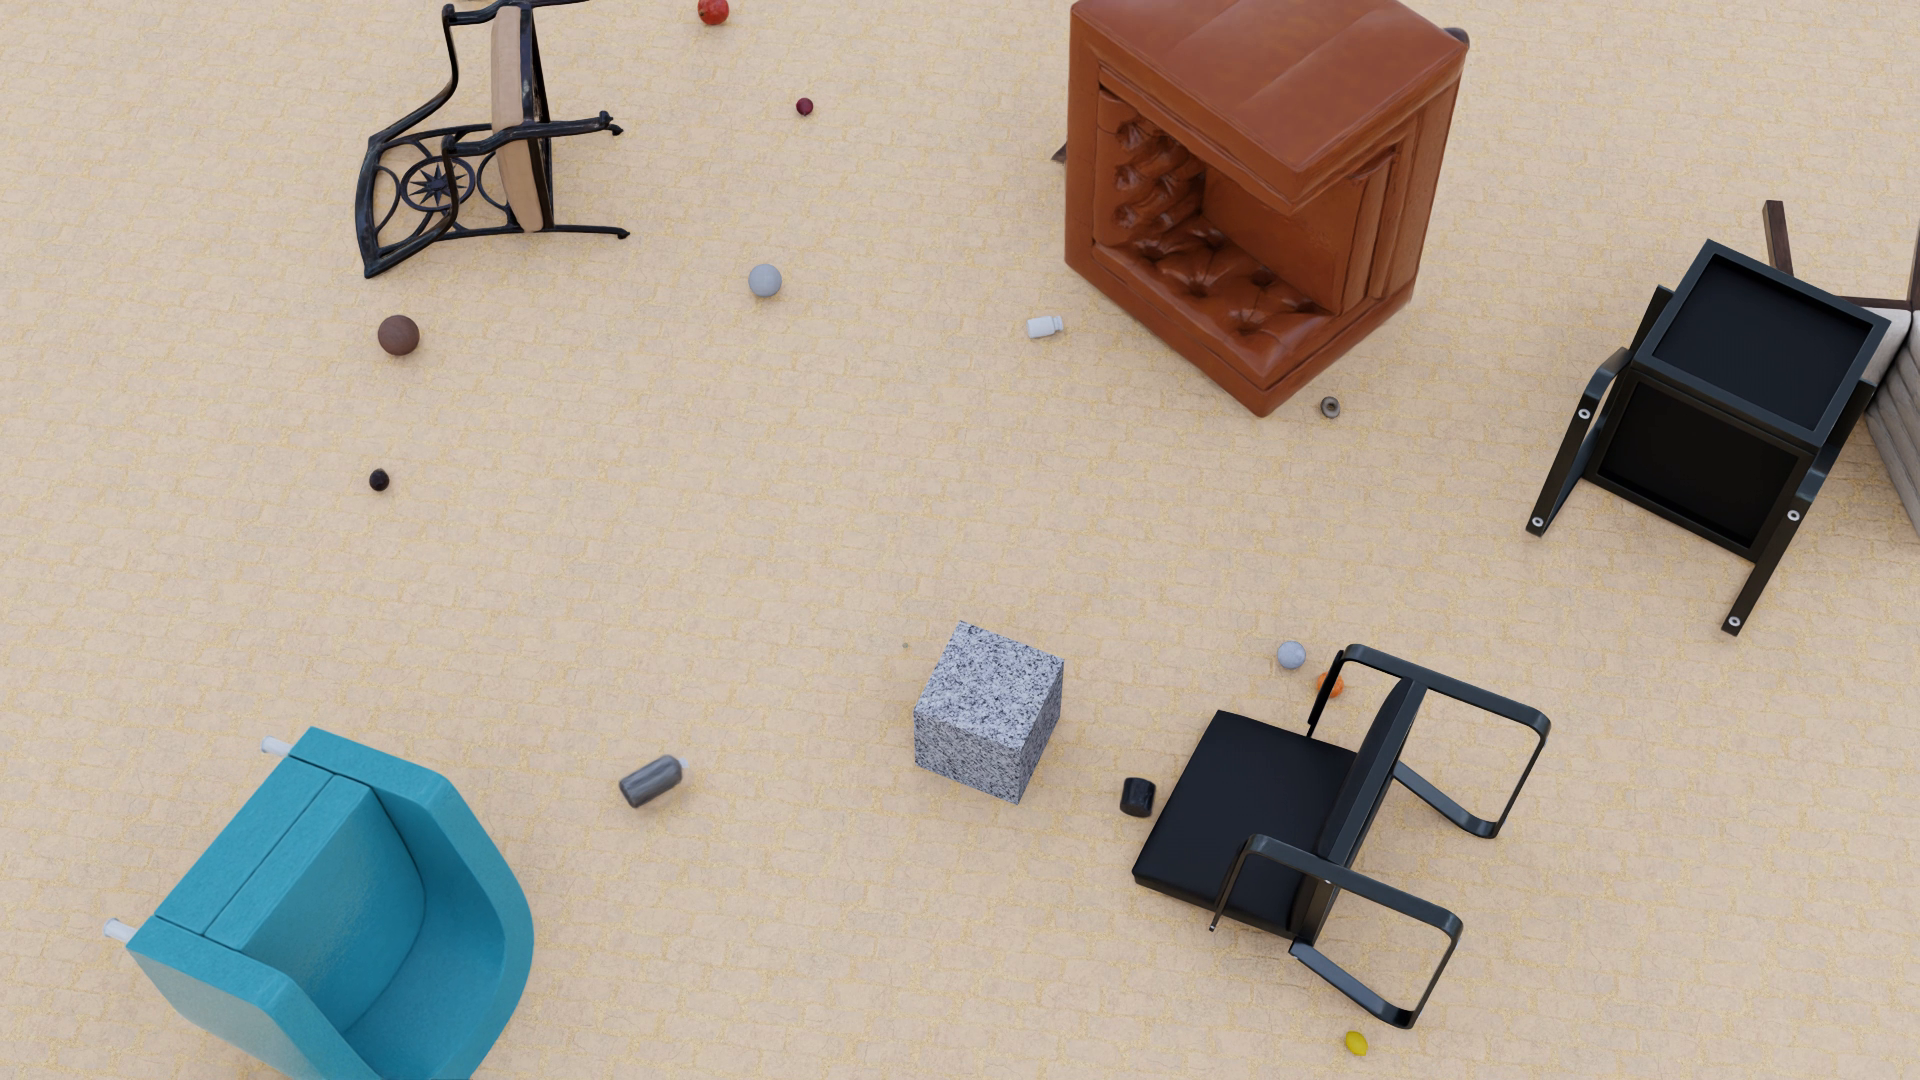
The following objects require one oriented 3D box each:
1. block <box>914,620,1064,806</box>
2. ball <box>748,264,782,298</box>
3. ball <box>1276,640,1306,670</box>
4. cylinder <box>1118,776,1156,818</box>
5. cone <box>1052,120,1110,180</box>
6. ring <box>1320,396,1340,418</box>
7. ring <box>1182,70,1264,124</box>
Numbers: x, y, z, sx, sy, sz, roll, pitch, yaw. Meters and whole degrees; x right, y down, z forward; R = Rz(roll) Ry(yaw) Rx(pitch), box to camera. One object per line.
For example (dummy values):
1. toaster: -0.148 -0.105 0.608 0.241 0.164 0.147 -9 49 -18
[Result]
1. block: 0.080 0.477 6.065 0.311 0.314 0.310 20 58 13
2. ball: -0.626 -0.834 7.068 0.109 0.109 0.109 0 56 0
3. ball: 0.950 0.330 6.303 0.082 0.082 0.082 0 56 0
4. cylinder: 0.489 0.709 6.057 0.089 0.067 0.085 36 38 0
5. cone: 0.445 -1.276 7.380 0.188 0.182 0.216 49 52 -2
6. ring: 1.152 -0.412 6.834 0.061 0.028 0.081 -5 56 -2
7. ring: 0.901 -1.516 7.529 0.283 0.105 0.204 1 55 0
